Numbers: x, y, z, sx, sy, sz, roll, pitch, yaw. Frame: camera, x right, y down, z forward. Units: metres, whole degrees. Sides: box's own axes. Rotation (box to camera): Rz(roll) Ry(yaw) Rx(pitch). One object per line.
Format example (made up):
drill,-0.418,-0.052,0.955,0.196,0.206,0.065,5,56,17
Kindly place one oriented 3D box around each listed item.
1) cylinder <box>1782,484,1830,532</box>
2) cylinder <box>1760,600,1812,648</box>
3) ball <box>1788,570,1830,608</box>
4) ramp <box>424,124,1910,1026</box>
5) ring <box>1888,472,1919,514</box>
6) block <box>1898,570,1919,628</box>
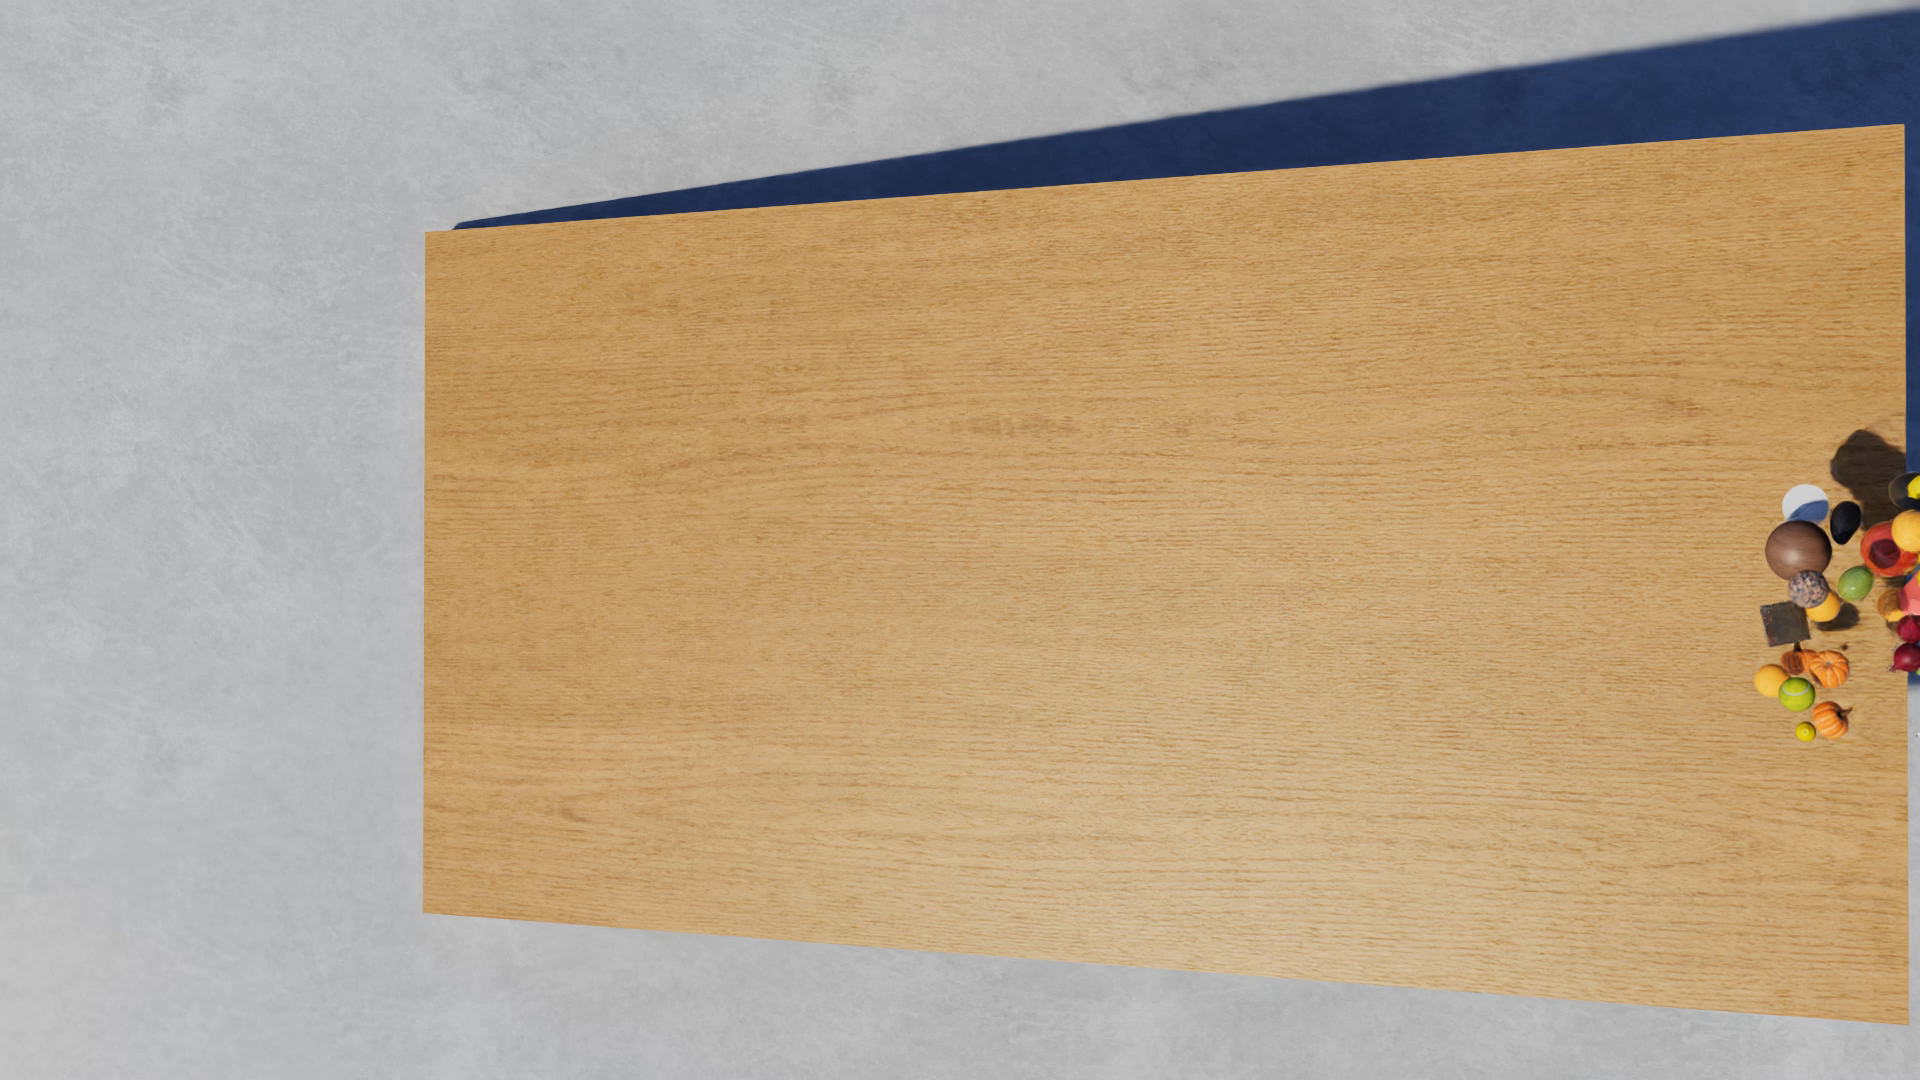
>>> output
cylinder,1.796,-0.067,4.669,0.092,0.092,0.092,-3,82,22
cylinder,1.670,0.168,4.449,0.083,0.083,0.083,-11,83,0
ball,1.655,0.096,4.291,0.077,0.077,0.077,0,89,0
ramp,0.283,0.085,5.715,4.000,0.100,2.000,0,89,23
ring,1.929,-0.093,4.407,0.129,0.129,0.043,-2,124,0
block,2.074,0.130,4.680,0.094,0.094,0.094,-43,128,-14
